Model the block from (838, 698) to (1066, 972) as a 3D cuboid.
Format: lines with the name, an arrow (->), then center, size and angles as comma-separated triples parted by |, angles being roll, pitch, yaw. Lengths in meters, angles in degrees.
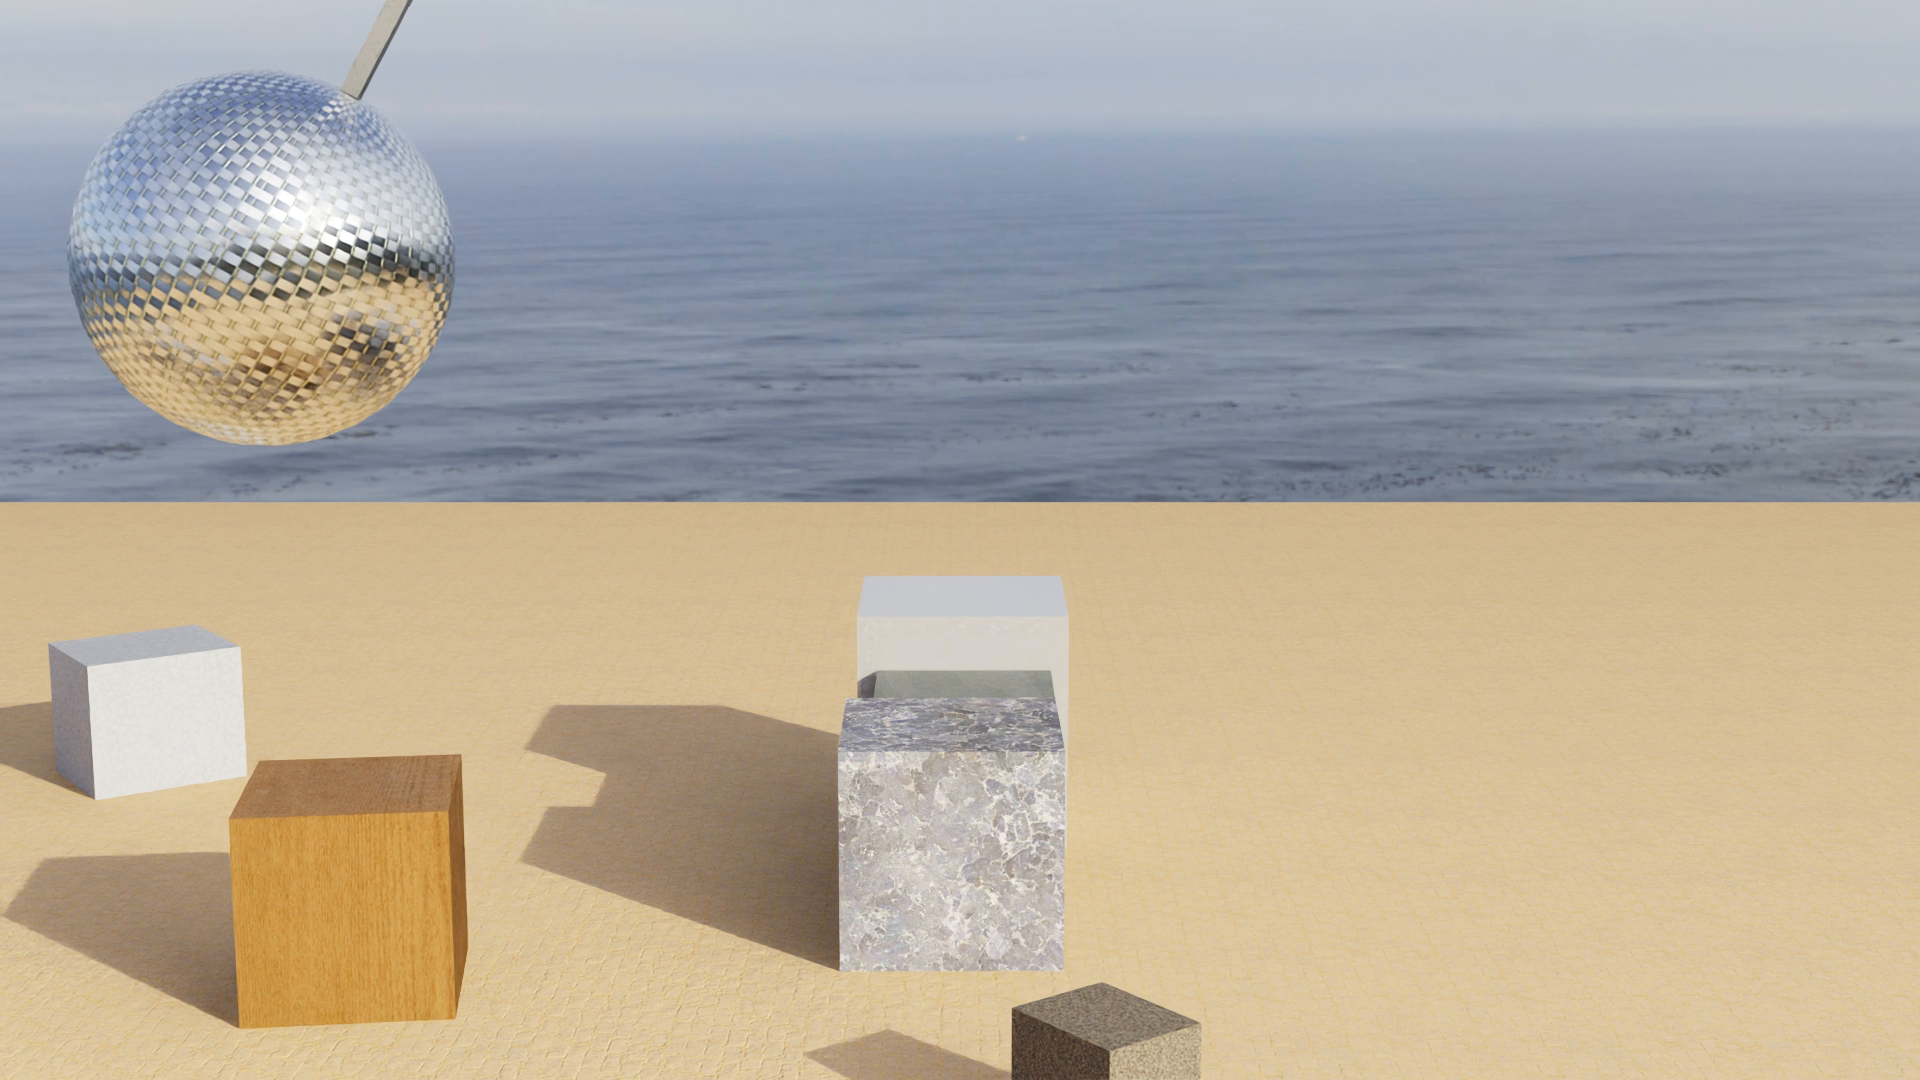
block -> -0.036, 1.189, 10.522 | 0.887, 0.896, 0.884 | 0, 10, 0

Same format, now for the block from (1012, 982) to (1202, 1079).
block -> 0.481, 1.786, 8.497 | 0.400, 0.446, 0.494 | -8, 13, -37

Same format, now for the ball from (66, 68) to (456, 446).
ball -> -2.969, -1.201, 10.962 | 1.600, 1.600, 1.600 | 0, 10, 0

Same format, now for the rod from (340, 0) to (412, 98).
rod -> -1.287, -4.108, 10.433 | 0.080, 5.200, 0.080 | 29, 9, -5

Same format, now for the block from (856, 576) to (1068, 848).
block -> 0.013, 0.794, 12.162 | 0.958, 1.085, 0.955 | 0, 10, 0

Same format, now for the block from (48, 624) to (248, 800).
block -> -4.108, 0.857, 12.976 | 0.763, 0.670, 0.647 | -7, 13, -35

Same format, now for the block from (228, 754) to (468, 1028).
block -> -2.343, 1.340, 9.929 | 0.792, 0.810, 0.820 | -1, 10, -7

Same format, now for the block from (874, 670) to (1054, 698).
block -> 0.019, 1.070, 11.339 | 0.787, 0.838, 0.743 | 0, 10, 0
